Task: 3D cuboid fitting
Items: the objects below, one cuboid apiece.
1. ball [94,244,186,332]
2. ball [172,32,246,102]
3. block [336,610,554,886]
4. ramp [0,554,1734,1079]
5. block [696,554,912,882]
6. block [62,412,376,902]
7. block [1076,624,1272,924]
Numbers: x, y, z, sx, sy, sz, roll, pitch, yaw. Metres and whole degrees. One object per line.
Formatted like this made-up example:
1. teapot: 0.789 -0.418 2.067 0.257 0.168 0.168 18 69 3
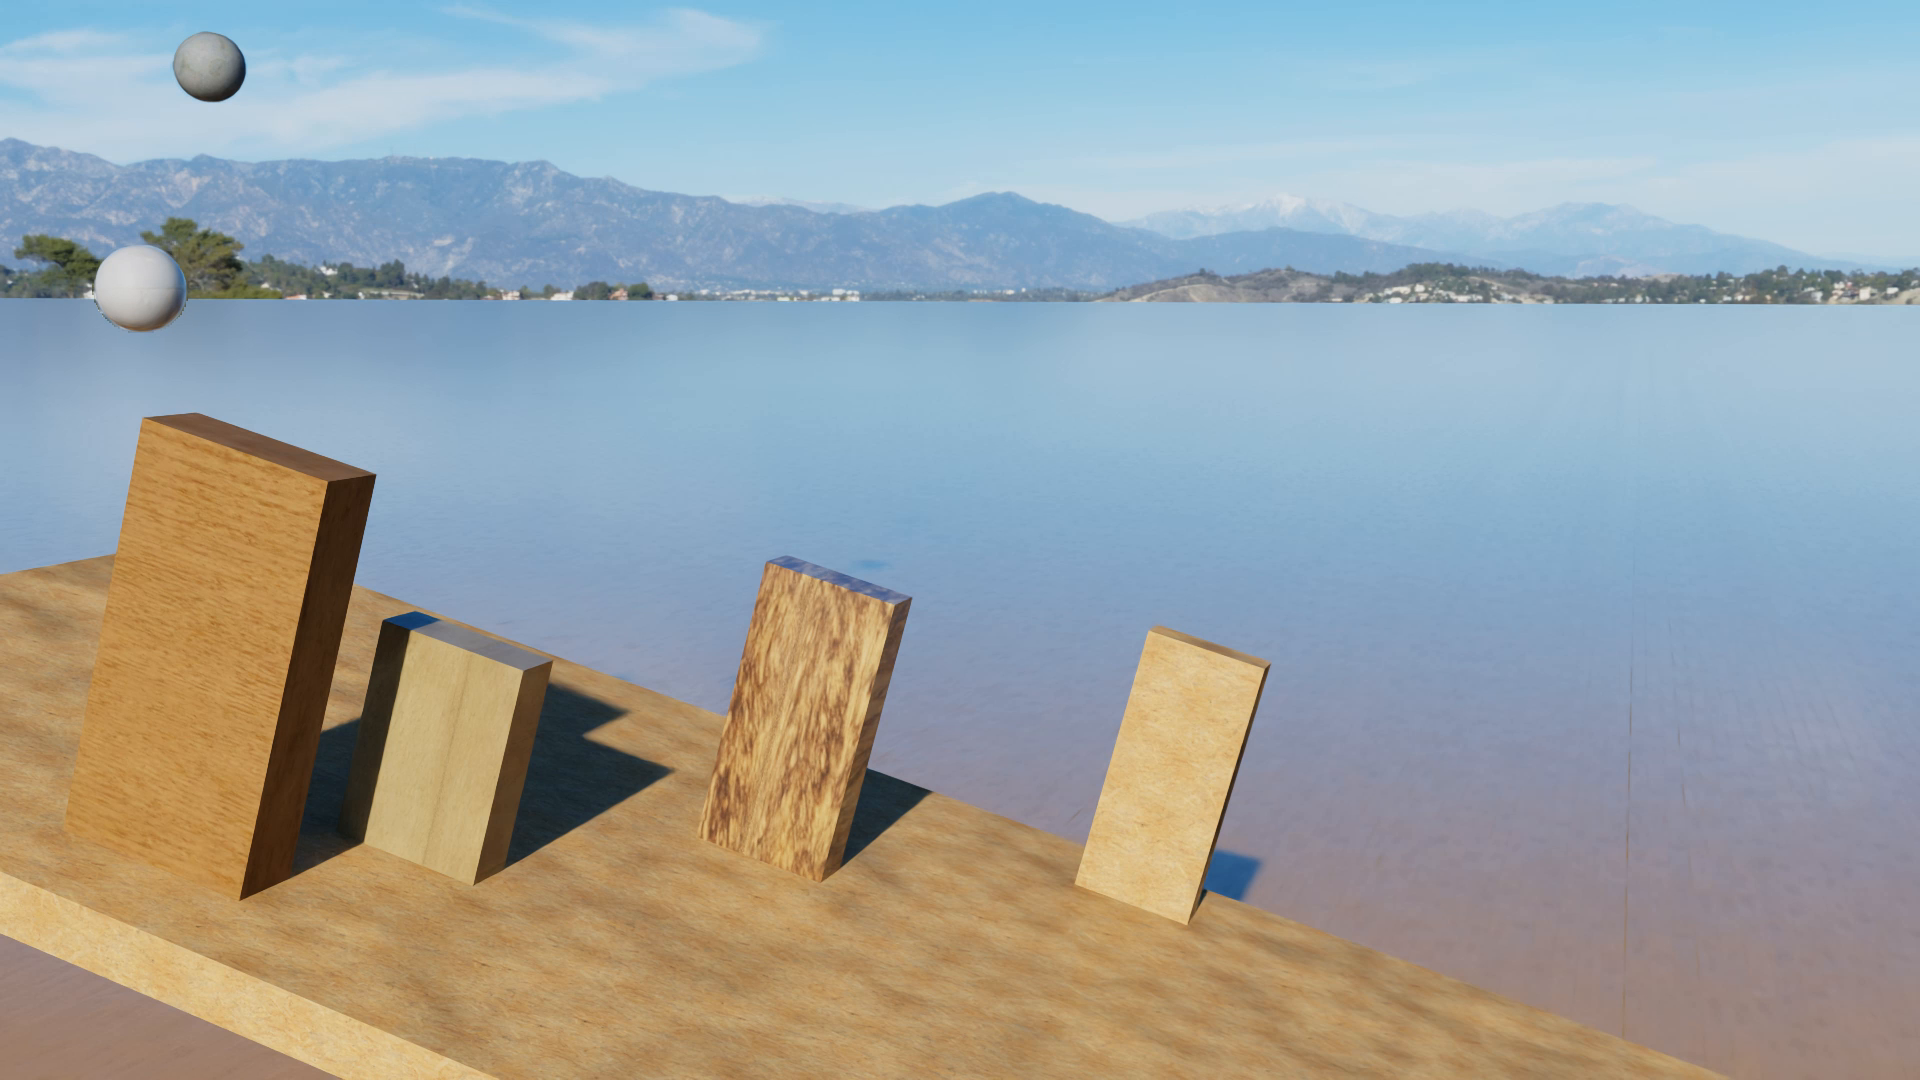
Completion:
1. ball: -1.798 -0.552 4.827 0.190 0.190 0.190 0 7 0
2. ball: -1.622 -1.022 4.753 0.150 0.150 0.150 0 7 0
3. block: -0.939 0.376 4.003 0.290 0.413 0.113 18 12 14
4. ramp: -0.381 0.750 4.242 4.000 0.100 2.000 18 12 14
5. block: -0.316 0.360 4.445 0.280 0.594 0.111 18 12 14
6. block: -1.244 0.191 3.684 0.357 0.730 0.142 18 12 14
7. block: 0.460 0.507 4.764 0.260 0.590 0.089 18 12 14
